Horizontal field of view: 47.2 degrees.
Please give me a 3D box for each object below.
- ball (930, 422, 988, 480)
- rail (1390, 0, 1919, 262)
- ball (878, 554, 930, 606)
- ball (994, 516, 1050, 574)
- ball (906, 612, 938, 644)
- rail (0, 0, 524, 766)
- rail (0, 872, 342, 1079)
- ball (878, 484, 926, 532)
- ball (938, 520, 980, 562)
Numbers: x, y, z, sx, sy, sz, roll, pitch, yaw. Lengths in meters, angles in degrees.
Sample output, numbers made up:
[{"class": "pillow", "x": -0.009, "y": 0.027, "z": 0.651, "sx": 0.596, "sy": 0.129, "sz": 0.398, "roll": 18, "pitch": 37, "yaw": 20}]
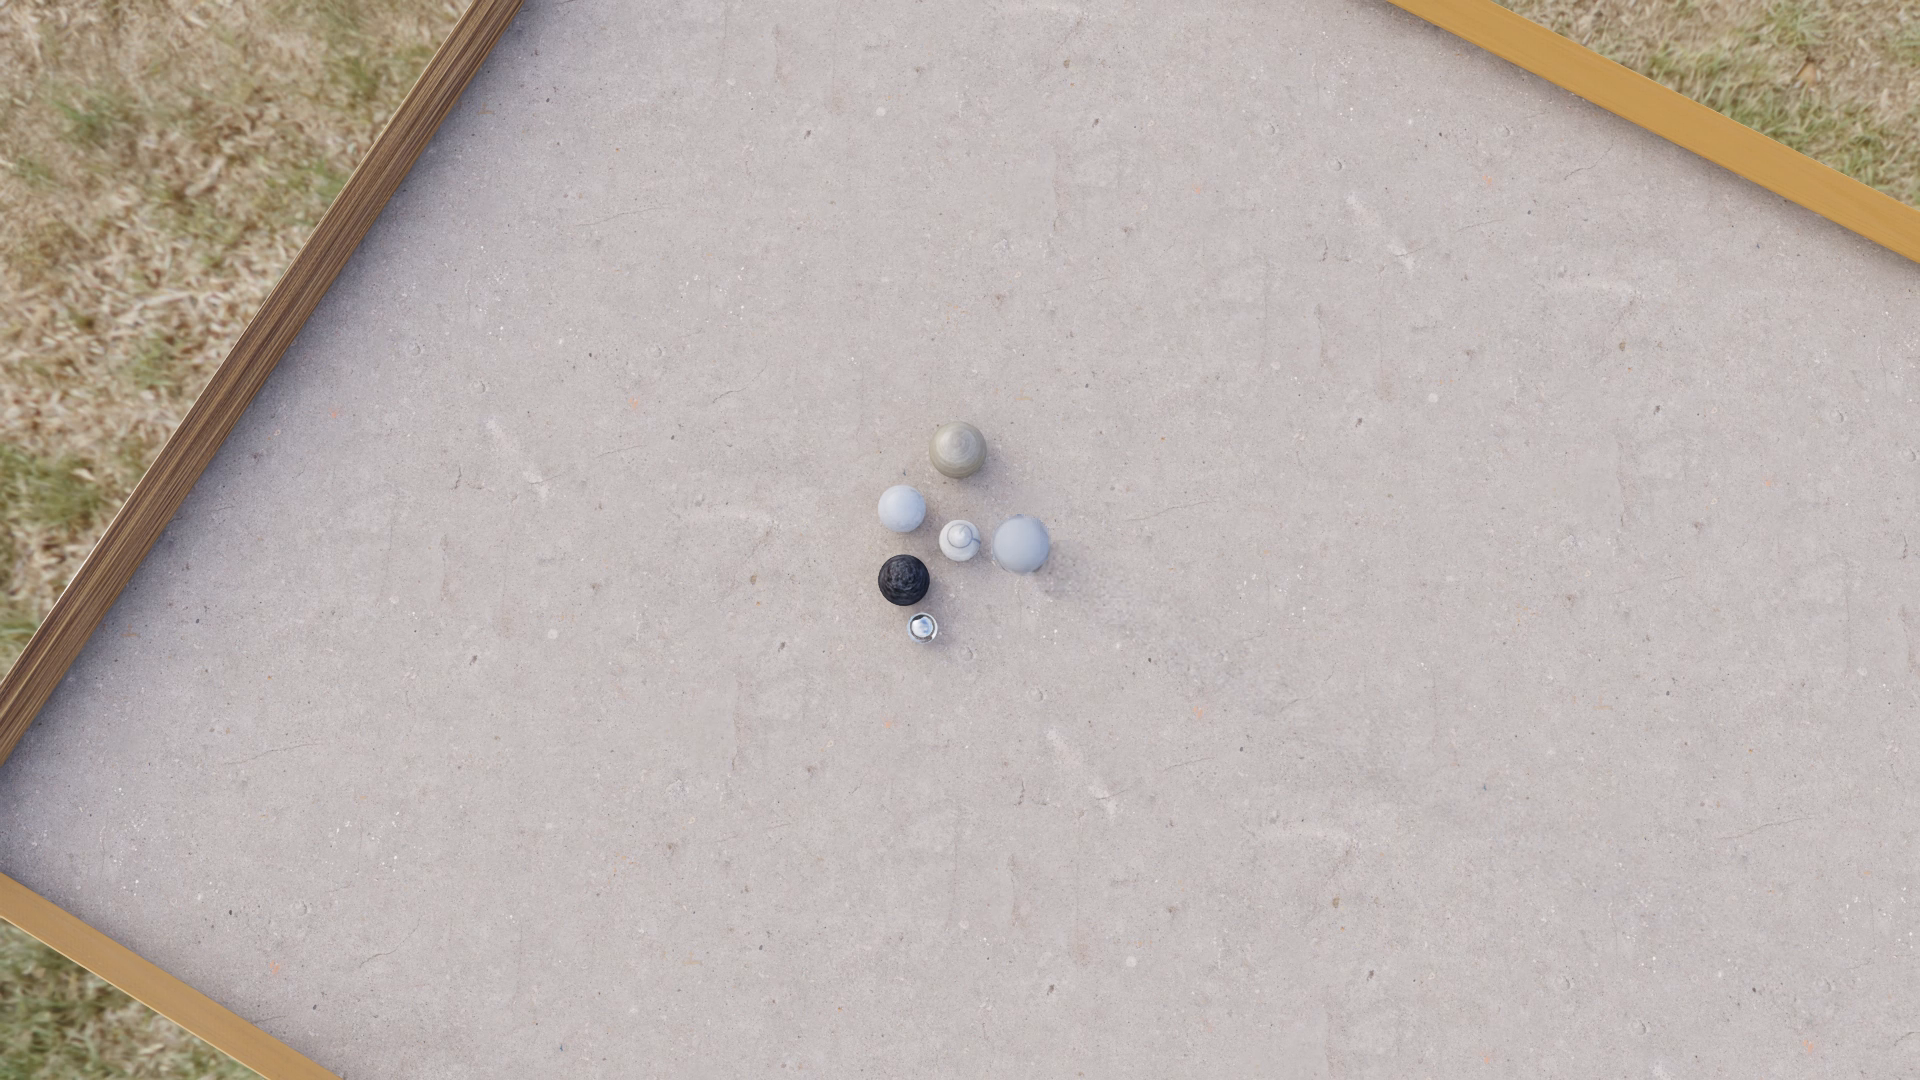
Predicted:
[{"class": "ball", "x": -0.003, "y": -0.138, "z": 3.379, "sx": 0.089, "sy": 0.089, "sz": 0.089, "roll": 0, "pitch": 75, "yaw": 0}, {"class": "rail", "x": 1.525, "y": -0.448, "z": 3.449, "sx": 4.413, "sy": 0.116, "sz": 0.045, "roll": 29, "pitch": 77, "yaw": 7}, {"class": "ball", "x": -0.085, "y": 0.061, "z": 3.331, "sx": 0.079, "sy": 0.079, "sz": 0.079, "roll": 0, "pitch": 75, "yaw": 0}, {"class": "ball", "x": 0.094, "y": 0.008, "z": 3.341, "sx": 0.086, "sy": 0.086, "sz": 0.086, "roll": 0, "pitch": 75, "yaw": 0}, {"class": "ball", "x": -0.057, "y": 0.133, "z": 3.328, "sx": 0.046, "sy": 0.046, "sz": 0.046, "roll": 0, "pitch": 75, "yaw": 0}, {"class": "rail", "x": -0.940, "y": -0.518, "z": 3.468, "sx": 0.045, "sy": 0.116, "sz": 2.344, "roll": 29, "pitch": 77, "yaw": 7}, {"class": "rail", "x": 0.397, "y": 1.482, "z": 2.923, "sx": 4.413, "sy": 0.116, "sz": 0.045, "roll": 29, "pitch": 77, "yaw": 7}, {"class": "ball", "x": -0.089, "y": -0.048, "z": 3.363, "sx": 0.074, "sy": 0.074, "sz": 0.074, "roll": 0, "pitch": 75, "yaw": 0}, {"class": "ball", "x": 0.000, "y": 0.001, "z": 3.355, "sx": 0.064, "sy": 0.064, "sz": 0.064, "roll": 0, "pitch": 75, "yaw": 0}]
